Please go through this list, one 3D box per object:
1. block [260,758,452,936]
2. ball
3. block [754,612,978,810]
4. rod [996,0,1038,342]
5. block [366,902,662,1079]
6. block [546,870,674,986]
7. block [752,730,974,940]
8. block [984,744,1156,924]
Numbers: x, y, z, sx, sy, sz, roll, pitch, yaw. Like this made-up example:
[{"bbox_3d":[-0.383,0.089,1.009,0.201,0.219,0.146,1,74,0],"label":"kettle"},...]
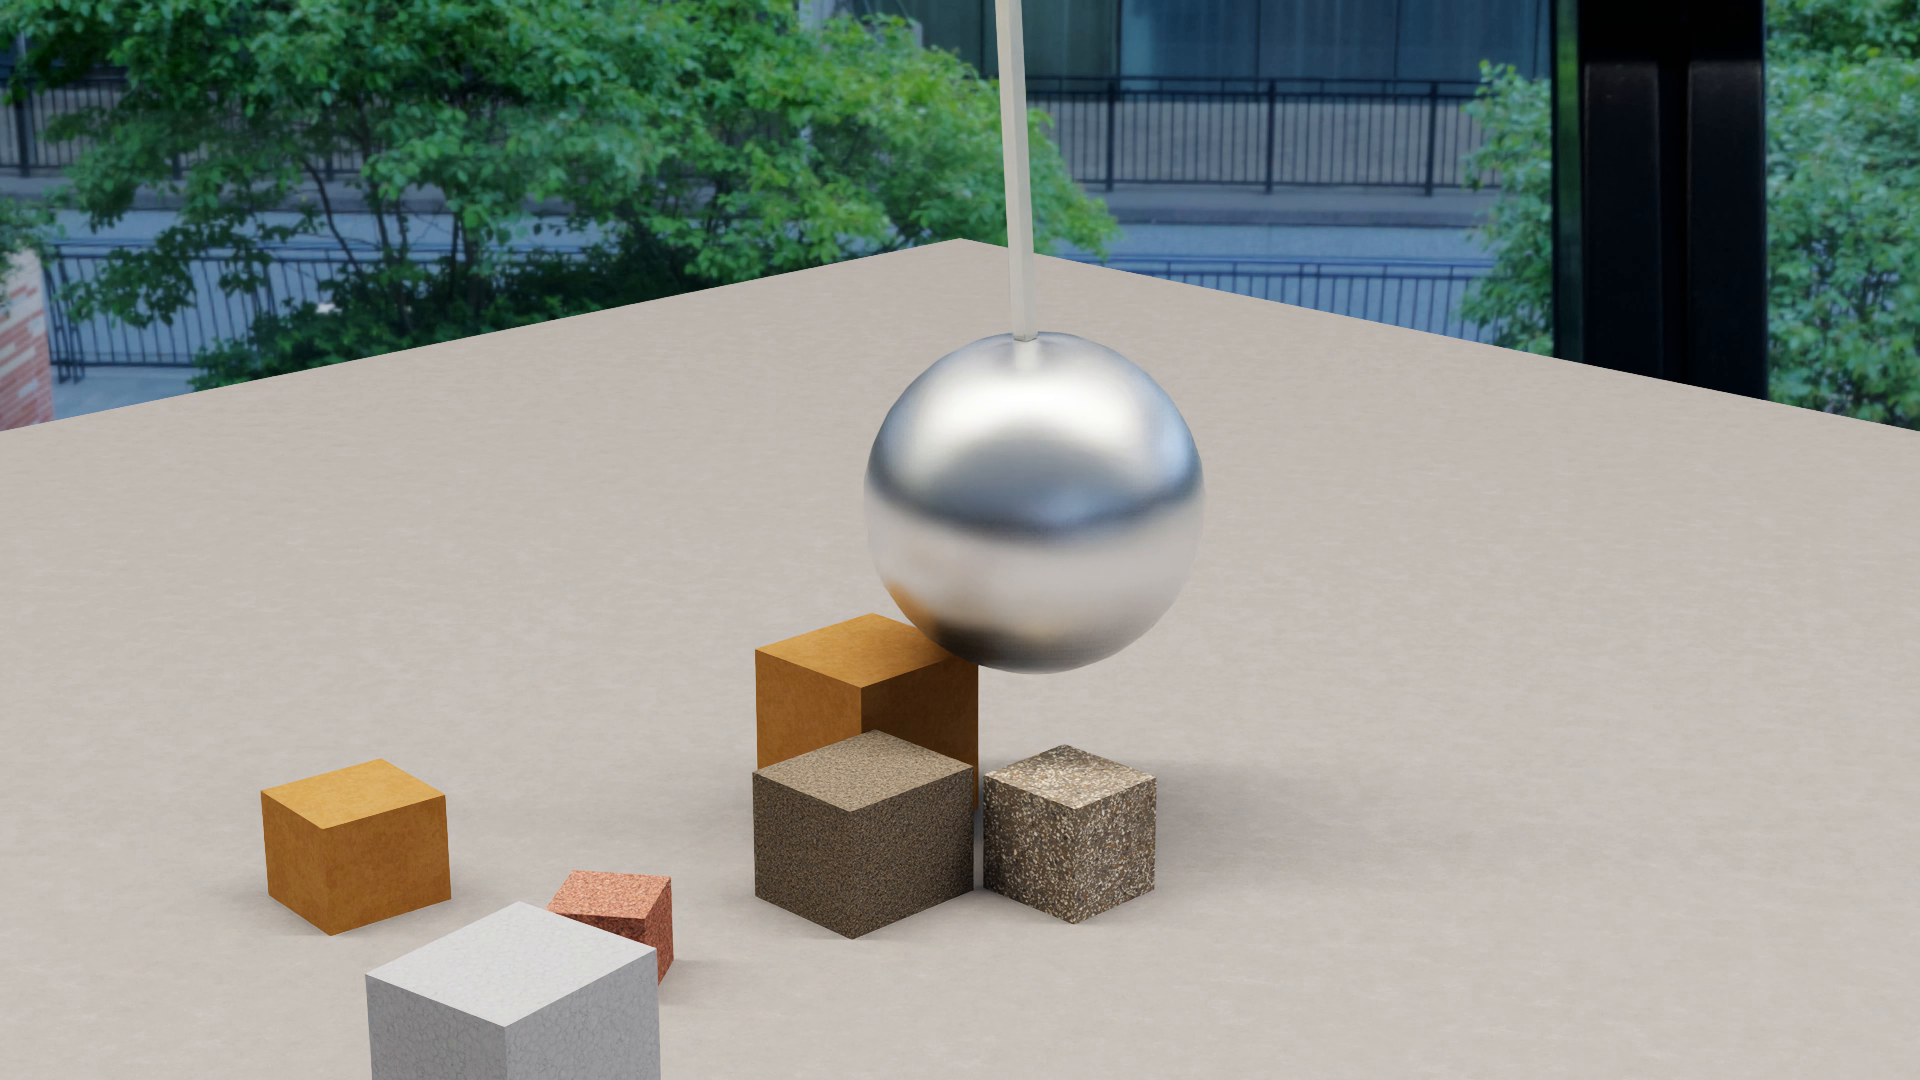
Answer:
[{"bbox_3d":[-2.707,1.368,13.148,0.608,0.506,0.572,-14,22,-38],"label":"block"},{"bbox_3d":[0.345,-0.174,13.648,1.600,1.600,1.600,0,17,0],"label":"ball"},{"bbox_3d":[-0.444,0.910,14.081,0.764,0.821,0.744,-16,24,-42],"label":"block"},{"bbox_3d":[0.149,-3.348,12.446,0.080,5.200,0.080,17,29,42],"label":"rod"},{"bbox_3d":[-1.658,1.920,10.972,0.716,0.757,0.796,13,21,35],"label":"block"},{"bbox_3d":[-1.478,1.672,12.373,0.432,0.390,0.431,3,18,9],"label":"block"},{"bbox_3d":[-0.432,1.310,13.173,0.748,0.603,0.646,-16,24,-42],"label":"block"},{"bbox_3d":[0.493,1.319,13.229,0.533,0.550,0.565,-17,24,-42],"label":"block"}]
